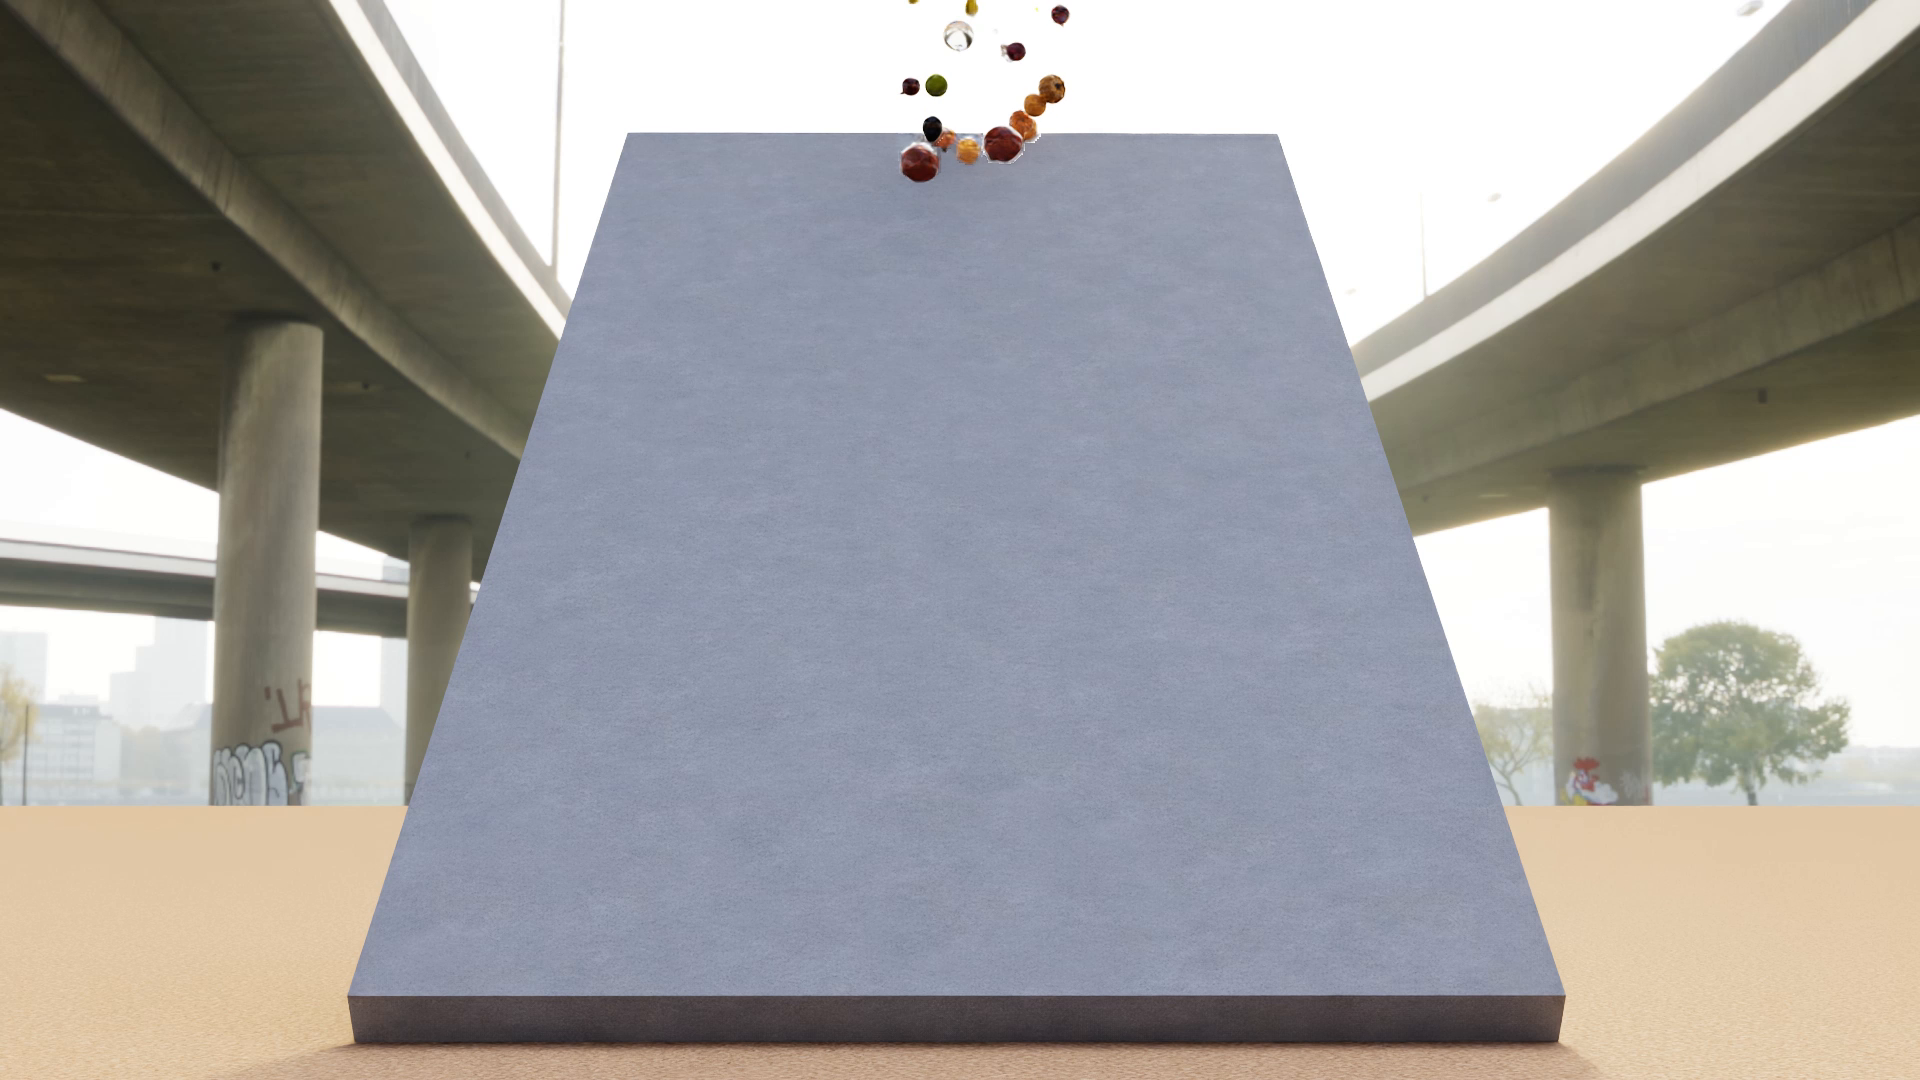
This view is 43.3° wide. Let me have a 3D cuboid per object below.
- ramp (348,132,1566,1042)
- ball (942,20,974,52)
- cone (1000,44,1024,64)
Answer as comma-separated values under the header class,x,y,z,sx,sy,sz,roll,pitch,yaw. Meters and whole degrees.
class,x,y,z,sx,sy,sz,roll,pitch,yaw
ramp,-0.013,-0.210,5.720,2.000,0.100,4.000,0,30,0
ball,-0.004,-1.442,6.907,0.092,0.092,0.092,0,-6,0
cone,0.166,-1.473,7.242,0.067,0.067,0.067,-34,8,-23
